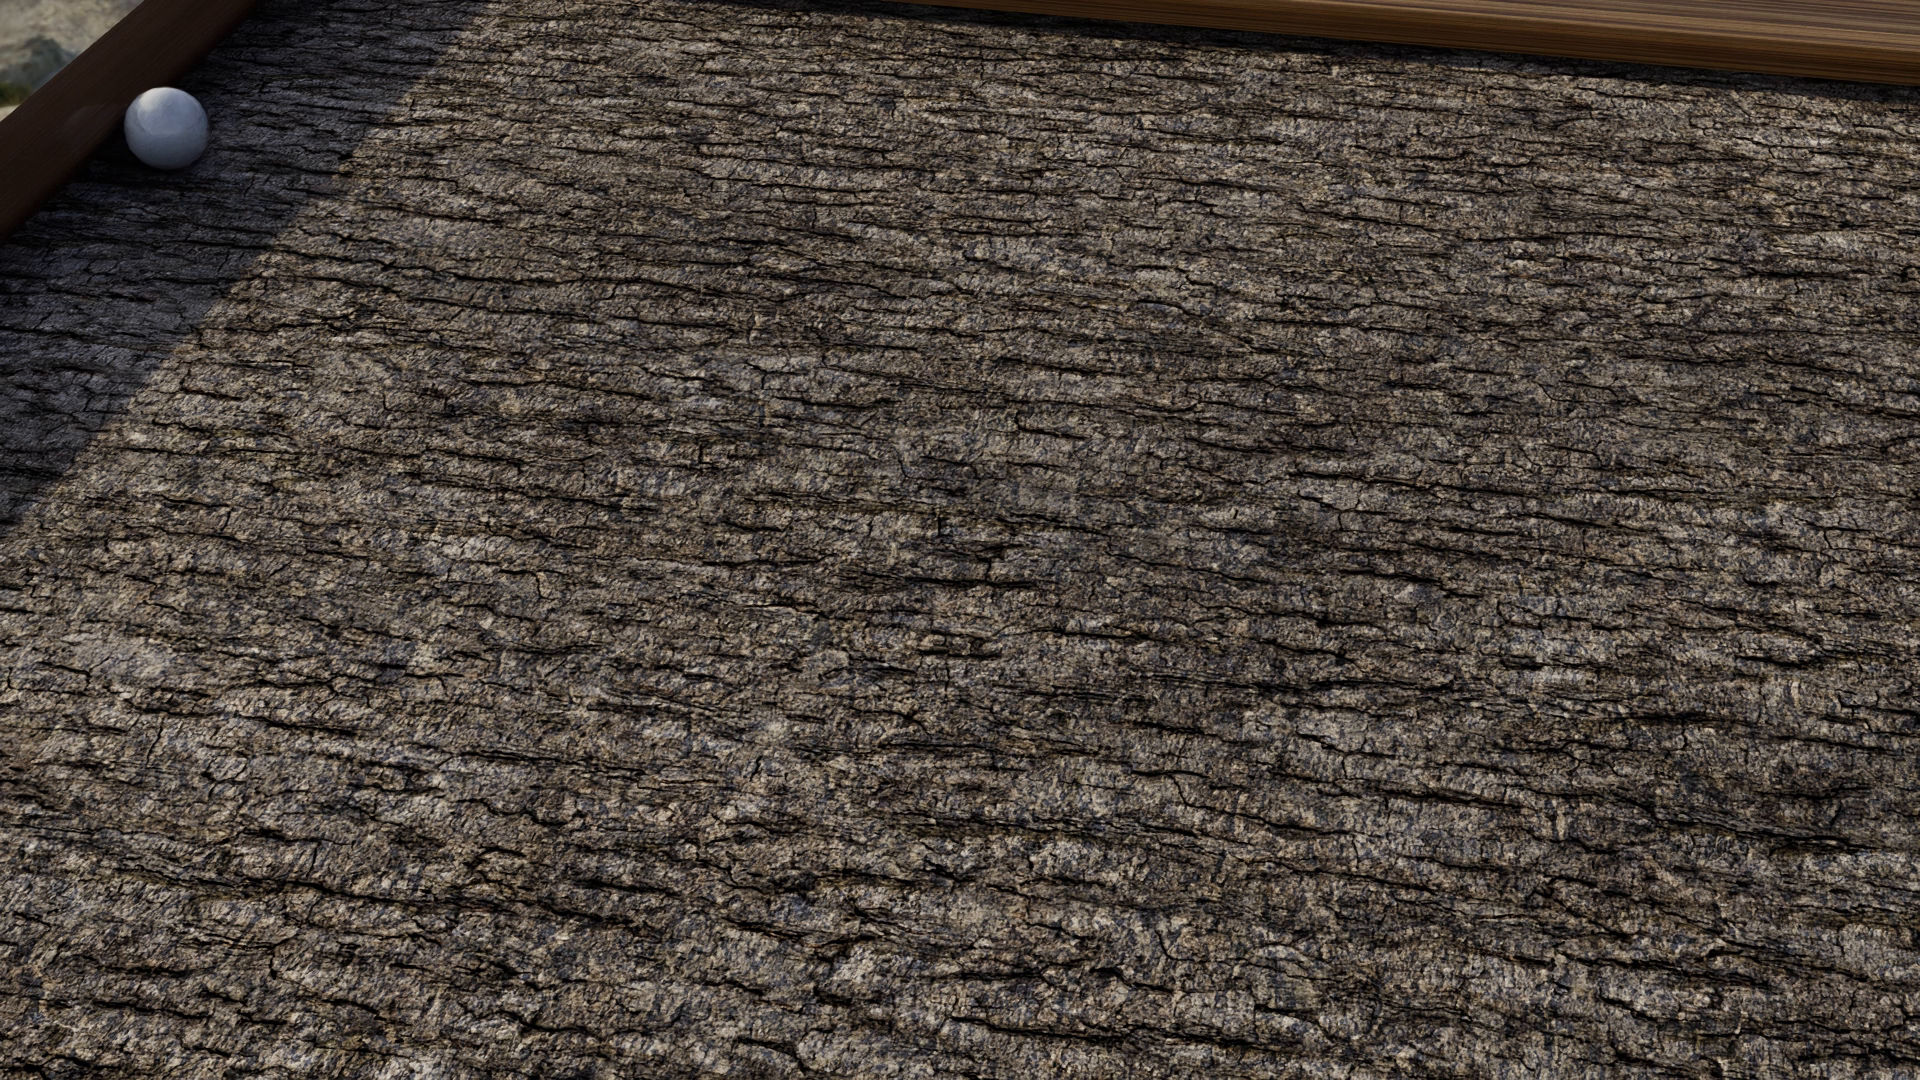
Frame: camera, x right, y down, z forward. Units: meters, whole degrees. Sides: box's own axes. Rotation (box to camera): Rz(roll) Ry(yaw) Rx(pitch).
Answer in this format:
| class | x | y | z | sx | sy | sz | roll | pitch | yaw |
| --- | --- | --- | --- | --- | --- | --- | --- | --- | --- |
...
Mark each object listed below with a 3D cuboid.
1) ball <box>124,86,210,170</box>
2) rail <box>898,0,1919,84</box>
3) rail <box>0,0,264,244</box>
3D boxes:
| class | x | y | z | sx | sy | sz | roll | pitch | yaw |
| --- | --- | --- | --- | --- | --- | --- | --- | --- | --- |
| ball | -0.754 | -0.391 | 2.439 | 0.078 | 0.078 | 0.078 | 0 | 35 | 0 |
| rail | 1.146 | -0.472 | 2.534 | 3.838 | 0.102 | 0.045 | 7 | 35 | 10 |
| rail | -0.916 | -0.125 | 2.032 | 0.045 | 0.102 | 2.079 | 7 | 35 | 10 |
